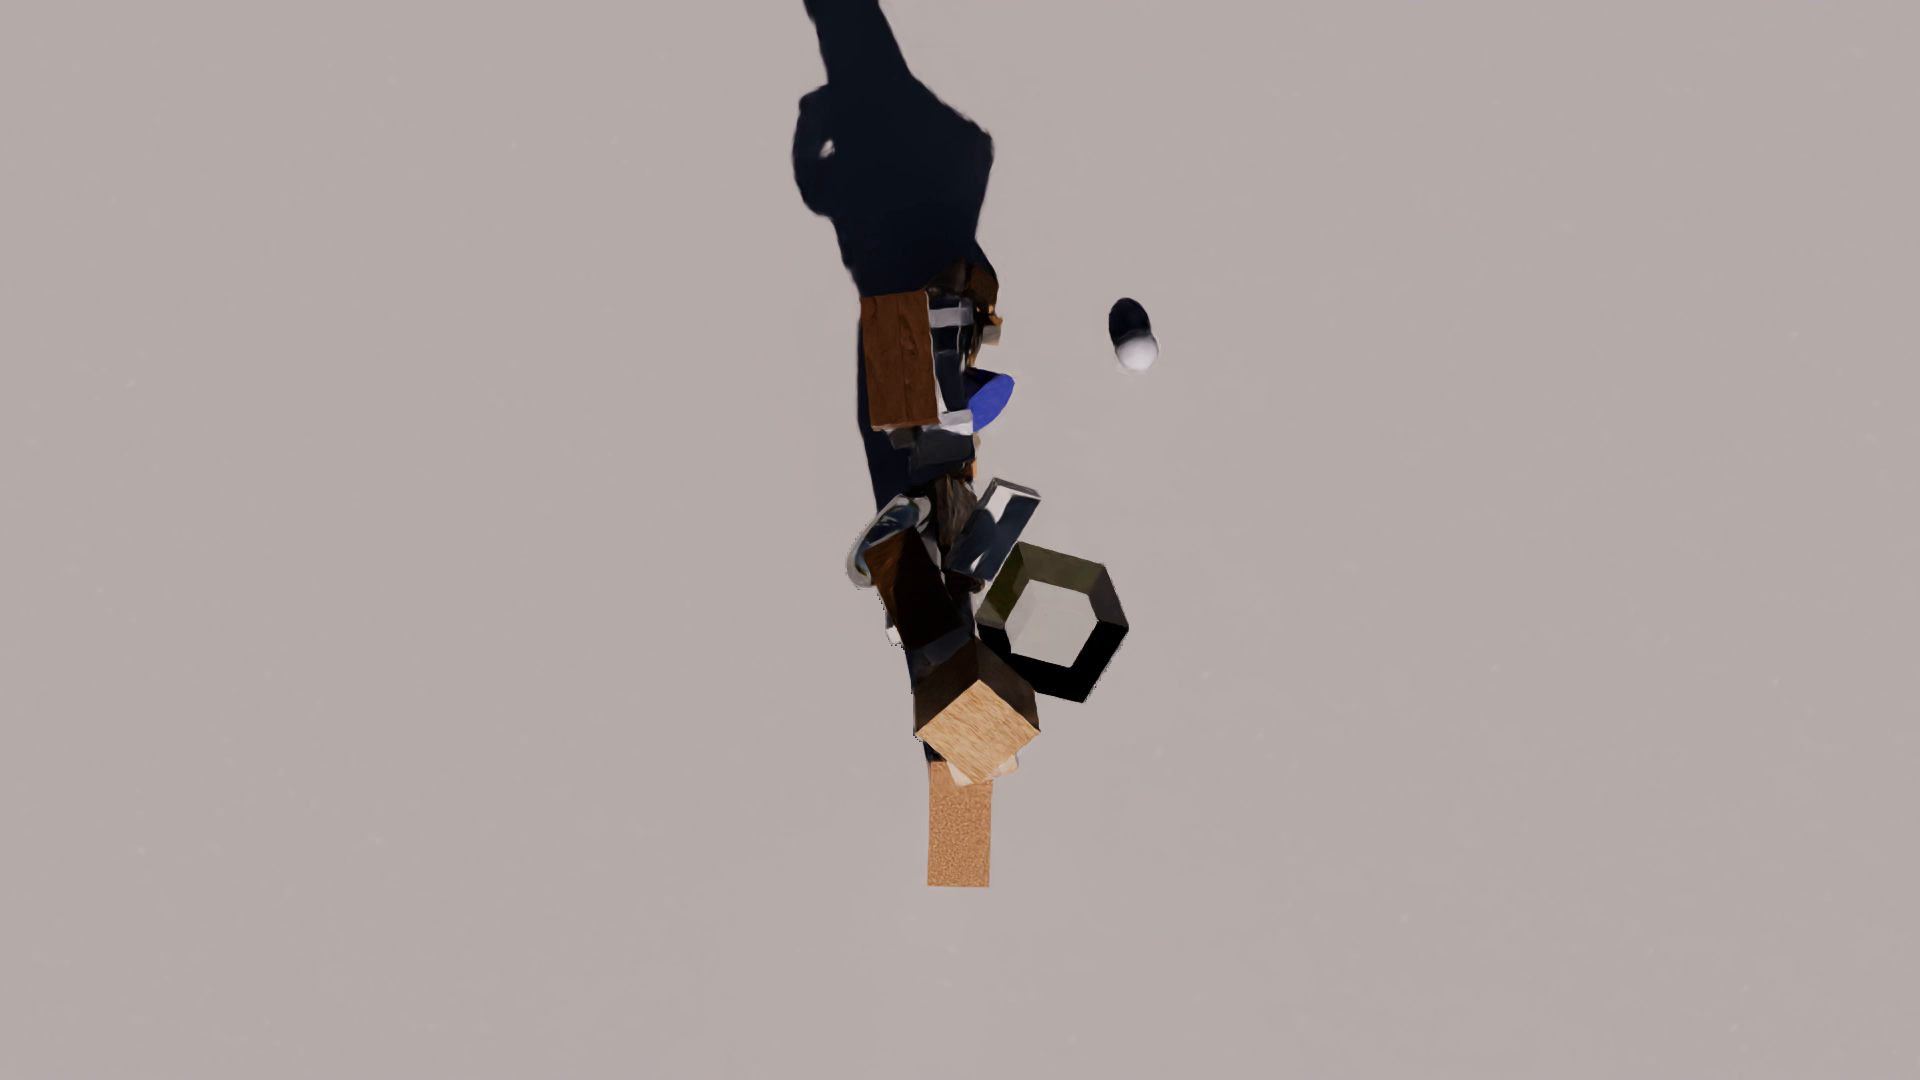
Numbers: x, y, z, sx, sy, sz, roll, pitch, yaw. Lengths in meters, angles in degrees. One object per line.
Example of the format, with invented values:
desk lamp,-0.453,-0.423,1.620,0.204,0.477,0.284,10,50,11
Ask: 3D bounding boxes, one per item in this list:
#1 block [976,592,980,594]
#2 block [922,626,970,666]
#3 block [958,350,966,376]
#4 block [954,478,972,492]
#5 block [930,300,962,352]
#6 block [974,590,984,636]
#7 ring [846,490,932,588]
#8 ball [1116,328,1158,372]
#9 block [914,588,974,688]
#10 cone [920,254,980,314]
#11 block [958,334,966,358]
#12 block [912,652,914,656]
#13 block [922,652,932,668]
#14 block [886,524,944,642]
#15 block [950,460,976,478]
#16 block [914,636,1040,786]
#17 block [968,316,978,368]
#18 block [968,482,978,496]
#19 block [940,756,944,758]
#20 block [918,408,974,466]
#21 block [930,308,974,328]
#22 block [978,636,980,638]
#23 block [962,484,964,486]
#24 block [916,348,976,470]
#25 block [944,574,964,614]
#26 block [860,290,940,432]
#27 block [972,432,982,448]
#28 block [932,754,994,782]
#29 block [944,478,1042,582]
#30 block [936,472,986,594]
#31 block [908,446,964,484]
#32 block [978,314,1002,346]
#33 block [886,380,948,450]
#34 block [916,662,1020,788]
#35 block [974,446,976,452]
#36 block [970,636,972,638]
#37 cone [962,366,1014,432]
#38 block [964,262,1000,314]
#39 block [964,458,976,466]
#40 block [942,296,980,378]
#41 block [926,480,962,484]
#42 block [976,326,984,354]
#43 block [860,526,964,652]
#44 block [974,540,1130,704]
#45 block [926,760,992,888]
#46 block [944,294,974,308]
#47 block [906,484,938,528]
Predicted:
block,-0.018,0.084,4.962,0.175,0.349,0.049,0,106,4
block,-0.028,0.278,4.258,0.152,0.303,0.043,17,109,-29
block,-0.075,-0.476,4.784,0.155,0.354,0.044,-2,112,6
block,-0.027,-0.155,5.127,0.110,0.220,0.031,-2,82,7
block,-0.045,-0.617,4.843,0.087,0.025,0.174,3,86,13
block,-0.008,0.144,5.143,0.155,0.044,0.310,-4,78,2
ring,-0.186,-0.004,4.352,0.101,0.302,0.302,39,90,6
ball,0.583,-0.626,5.430,0.141,0.141,0.141,0,90,0
block,-0.047,0.262,4.703,0.175,0.049,0.349,-1,70,0
cone,-0.016,-0.855,5.447,0.235,0.235,0.235,16,63,0
block,-0.033,-0.587,4.942,0.087,0.174,0.025,6,113,4
block,-0.051,0.330,4.872,0.175,0.349,0.049,-1,108,-3
block,-0.045,0.300,4.547,0.119,0.238,0.034,-7,103,-2
block,-0.120,0.108,4.404,0.152,0.518,0.043,-23,113,8
block,0.001,-0.247,5.399,0.100,0.201,0.028,-3,75,0
block,0.038,0.400,3.891,0.204,0.204,0.204,-42,110,16
block,-0.006,-0.650,5.280,0.116,0.437,0.033,16,79,3
block,0.001,-0.070,5.260,0.112,0.032,0.224,-2,90,0
block,0.015,0.528,4.413,0.164,0.552,0.047,-12,86,-4
block,-0.040,-0.276,4.457,0.138,0.275,0.039,-11,74,-5
block,-0.103,-0.612,4.565,0.171,0.542,0.049,-2,98,13
block,-0.003,0.278,5.344,0.155,0.310,0.044,0,79,0
block,-0.067,-0.129,4.845,0.132,0.265,0.037,0,100,5
block,-0.060,-0.364,4.585,0.155,0.044,0.310,-12,107,-5
block,-0.027,0.146,4.559,0.063,0.018,0.125,12,64,-7
block,-0.154,-0.459,4.210,0.171,0.049,0.343,-7,78,5
block,0.000,-0.363,5.387,0.100,0.201,0.028,23,78,19
block,0.003,0.636,4.534,0.163,0.327,0.046,3,90,-1
block,0.085,-0.026,4.323,0.138,0.039,0.275,16,117,-30
block,0.000,-0.021,4.531,0.039,0.334,0.138,-31,133,27
block,-0.066,-0.248,4.824,0.155,0.310,0.044,-18,107,7
block,0.078,-0.687,5.390,0.109,0.218,0.031,7,80,0
block,-0.119,-0.330,4.383,0.171,0.343,0.049,-14,76,2
block,0.021,0.445,4.056,0.164,0.047,0.328,-15,115,8
block,-0.024,-0.278,5.138,0.125,0.249,0.035,-23,87,5
block,-0.002,0.385,4.414,0.119,0.034,0.238,-12,92,-3
cone,0.008,-0.498,5.206,0.230,0.230,0.230,-46,67,0
block,0.071,-0.822,5.371,0.109,0.218,0.031,39,117,-16
block,-0.039,-0.325,5.276,0.100,0.028,0.201,-25,94,6
block,-0.020,-0.623,5.044,0.116,0.033,0.231,11,88,3
block,-0.049,-0.069,4.986,0.110,0.031,0.220,0,82,5
block,0.017,-0.663,5.390,0.109,0.218,0.031,12,80,0
block,-0.120,0.119,4.093,0.152,0.043,0.303,-28,56,1
block,0.230,0.210,4.220,0.260,0.260,0.260,15,122,-22
block,0.000,0.747,4.347,0.163,0.046,0.327,2,91,0
block,-0.014,-0.695,4.947,0.087,0.174,0.025,11,115,3
block,-0.085,-0.023,4.675,0.132,0.037,0.265,0,81,6
